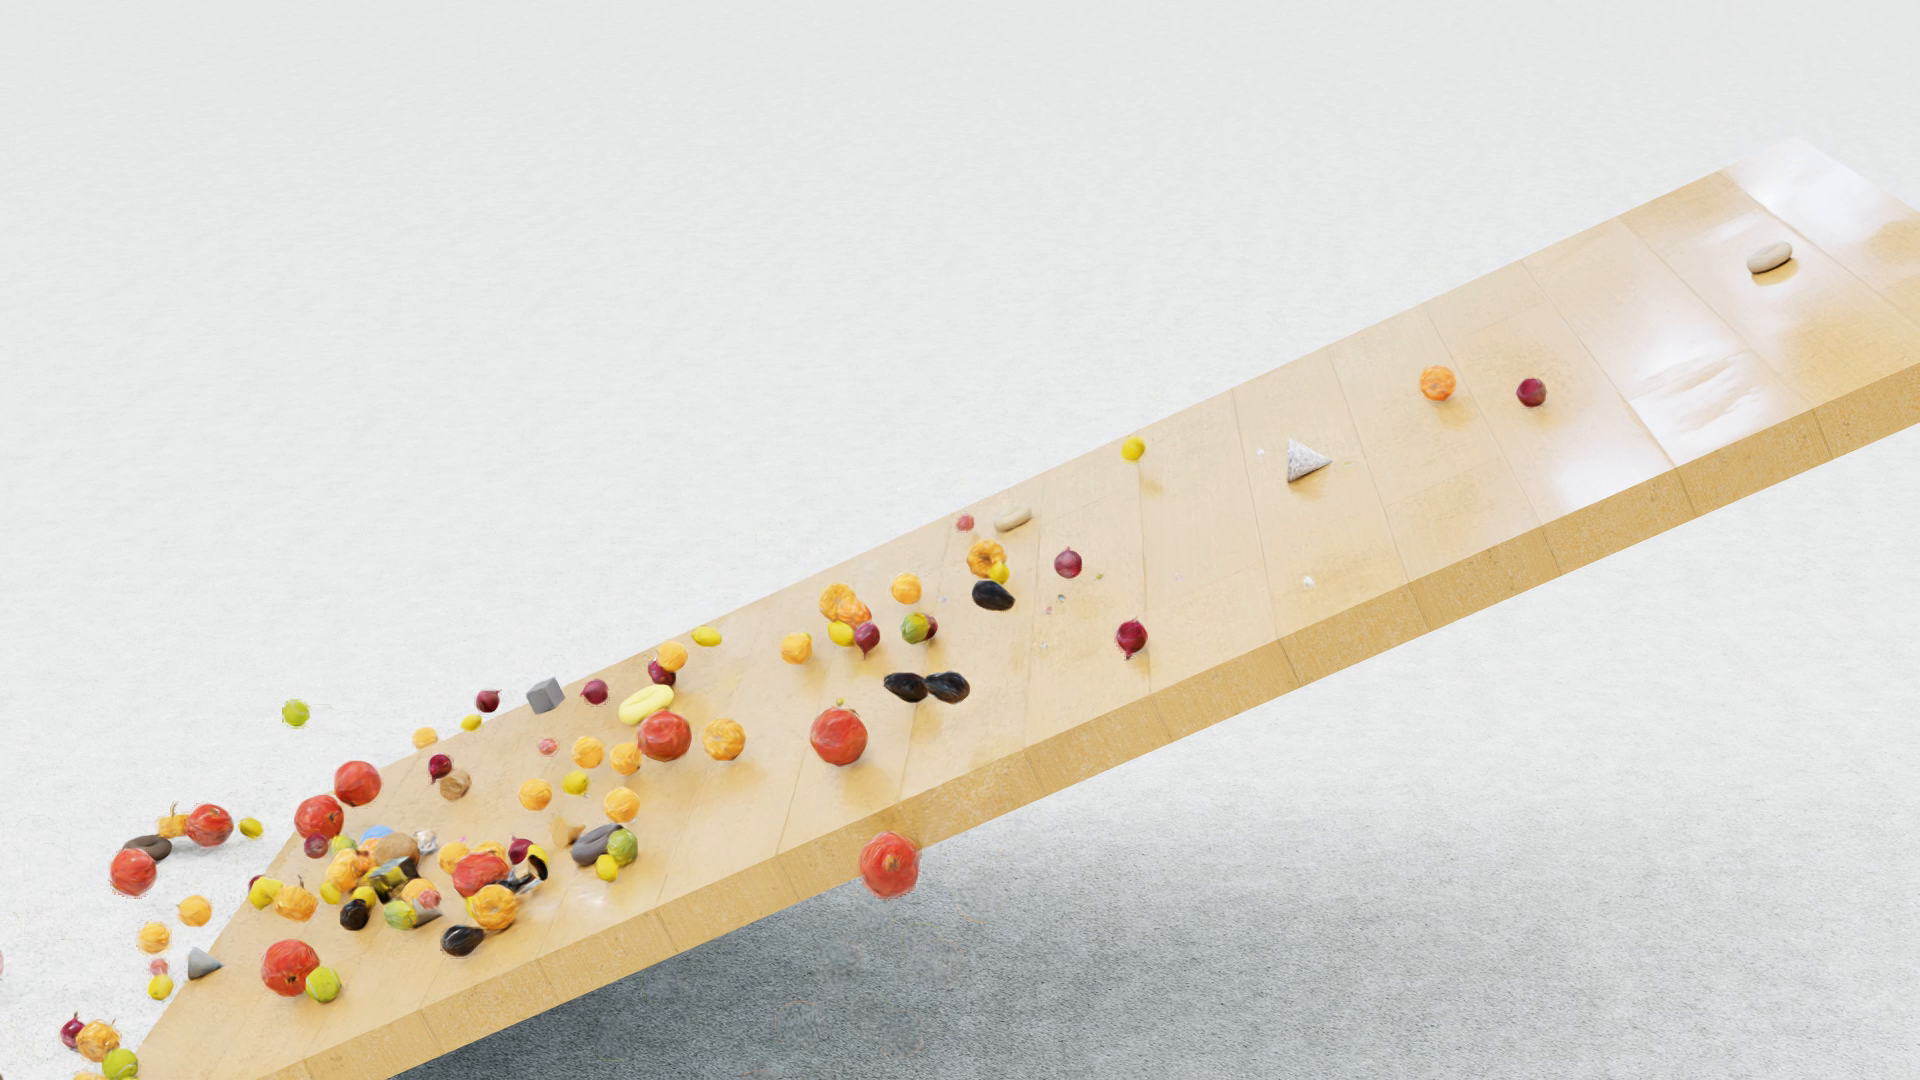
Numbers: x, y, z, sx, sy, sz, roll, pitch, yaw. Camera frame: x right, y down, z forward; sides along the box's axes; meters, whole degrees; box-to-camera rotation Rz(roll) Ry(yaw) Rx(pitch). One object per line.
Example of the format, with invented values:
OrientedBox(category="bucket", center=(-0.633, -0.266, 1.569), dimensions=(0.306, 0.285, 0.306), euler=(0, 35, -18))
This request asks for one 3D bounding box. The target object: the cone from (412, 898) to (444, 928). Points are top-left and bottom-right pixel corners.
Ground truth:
OrientedBox(category="cone", center=(-1.084, 0.764, 6.009), dimensions=(0.065, 0.065, 0.065), euler=(8, 14, -11))

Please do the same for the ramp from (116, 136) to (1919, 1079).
OrientedBox(category="ramp", center=(0.136, 0.169, 6.282), dimensions=(4.000, 0.100, 2.000), euler=(-24, 13, 9))

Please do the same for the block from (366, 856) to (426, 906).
OrientedBox(category="block", center=(-1.205, 0.728, 6.282), dimensions=(0.072, 0.072, 0.072), euler=(-12, 19, 46))

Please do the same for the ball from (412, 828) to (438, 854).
OrientedBox(category="ball", center=(-1.186, 0.667, 6.508), dimensions=(0.060, 0.060, 0.060), euler=(0, 16, 0))

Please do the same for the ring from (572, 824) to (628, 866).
OrientedBox(category="ring", center=(-0.724, 0.610, 5.899), dimensions=(0.122, 0.041, 0.122), euler=(-24, 14, 6))

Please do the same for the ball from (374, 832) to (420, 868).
OrientedBox(category="ball", center=(-1.230, 0.688, 6.424), dimensions=(0.100, 0.100, 0.100), euler=(0, 16, 0))

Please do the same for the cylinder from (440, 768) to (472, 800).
OrientedBox(category="cylinder", center=(-1.178, 0.570, 6.863), dimensions=(0.058, 0.058, 0.058), euler=(3, 18, 11))

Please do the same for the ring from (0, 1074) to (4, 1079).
OrientedBox(category="ring", center=(-1.995, 1.118, 5.932), dimensions=(0.143, 0.143, 0.048), euler=(-3, 12, -12))

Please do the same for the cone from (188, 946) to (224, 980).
OrientedBox(category="cone", center=(-1.638, 0.927, 6.421), dimensions=(0.074, 0.074, 0.074), euler=(3, 16, 6))

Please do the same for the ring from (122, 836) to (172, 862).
OrientedBox(category="ring", center=(-2.042, 0.775, 7.386), dimensions=(0.120, 0.040, 0.120), euler=(0, 17, 0))

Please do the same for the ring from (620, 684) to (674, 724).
OrientedBox(category="ring", center=(-0.724, 0.378, 6.781), dimensions=(0.137, 0.046, 0.137), euler=(-25, 14, 7))

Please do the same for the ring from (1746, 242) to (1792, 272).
OrientedBox(category="ring", center=(1.651, -0.577, 5.998), dimensions=(0.098, 0.033, 0.098), euler=(-28, 11, 6))

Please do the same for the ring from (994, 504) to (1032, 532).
OrientedBox(category="ring", center=(0.124, -0.053, 6.866), dimensions=(0.099, 0.033, 0.099), euler=(-25, 14, 7))

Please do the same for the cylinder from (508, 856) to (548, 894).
OrientedBox(category="cylinder", center=(-0.856, 0.663, 5.826), dimensions=(0.057, 0.057, 0.057), euler=(-36, 3, 22))

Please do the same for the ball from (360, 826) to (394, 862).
OrientedBox(category="ball", center=(-1.304, 0.684, 6.612), dimensions=(0.085, 0.085, 0.085), euler=(0, 16, 0))

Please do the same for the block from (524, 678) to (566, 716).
OrientedBox(category="block", center=(-1.027, 0.387, 7.283), dimensions=(0.062, 0.062, 0.062), euler=(-20, 14, 25))
